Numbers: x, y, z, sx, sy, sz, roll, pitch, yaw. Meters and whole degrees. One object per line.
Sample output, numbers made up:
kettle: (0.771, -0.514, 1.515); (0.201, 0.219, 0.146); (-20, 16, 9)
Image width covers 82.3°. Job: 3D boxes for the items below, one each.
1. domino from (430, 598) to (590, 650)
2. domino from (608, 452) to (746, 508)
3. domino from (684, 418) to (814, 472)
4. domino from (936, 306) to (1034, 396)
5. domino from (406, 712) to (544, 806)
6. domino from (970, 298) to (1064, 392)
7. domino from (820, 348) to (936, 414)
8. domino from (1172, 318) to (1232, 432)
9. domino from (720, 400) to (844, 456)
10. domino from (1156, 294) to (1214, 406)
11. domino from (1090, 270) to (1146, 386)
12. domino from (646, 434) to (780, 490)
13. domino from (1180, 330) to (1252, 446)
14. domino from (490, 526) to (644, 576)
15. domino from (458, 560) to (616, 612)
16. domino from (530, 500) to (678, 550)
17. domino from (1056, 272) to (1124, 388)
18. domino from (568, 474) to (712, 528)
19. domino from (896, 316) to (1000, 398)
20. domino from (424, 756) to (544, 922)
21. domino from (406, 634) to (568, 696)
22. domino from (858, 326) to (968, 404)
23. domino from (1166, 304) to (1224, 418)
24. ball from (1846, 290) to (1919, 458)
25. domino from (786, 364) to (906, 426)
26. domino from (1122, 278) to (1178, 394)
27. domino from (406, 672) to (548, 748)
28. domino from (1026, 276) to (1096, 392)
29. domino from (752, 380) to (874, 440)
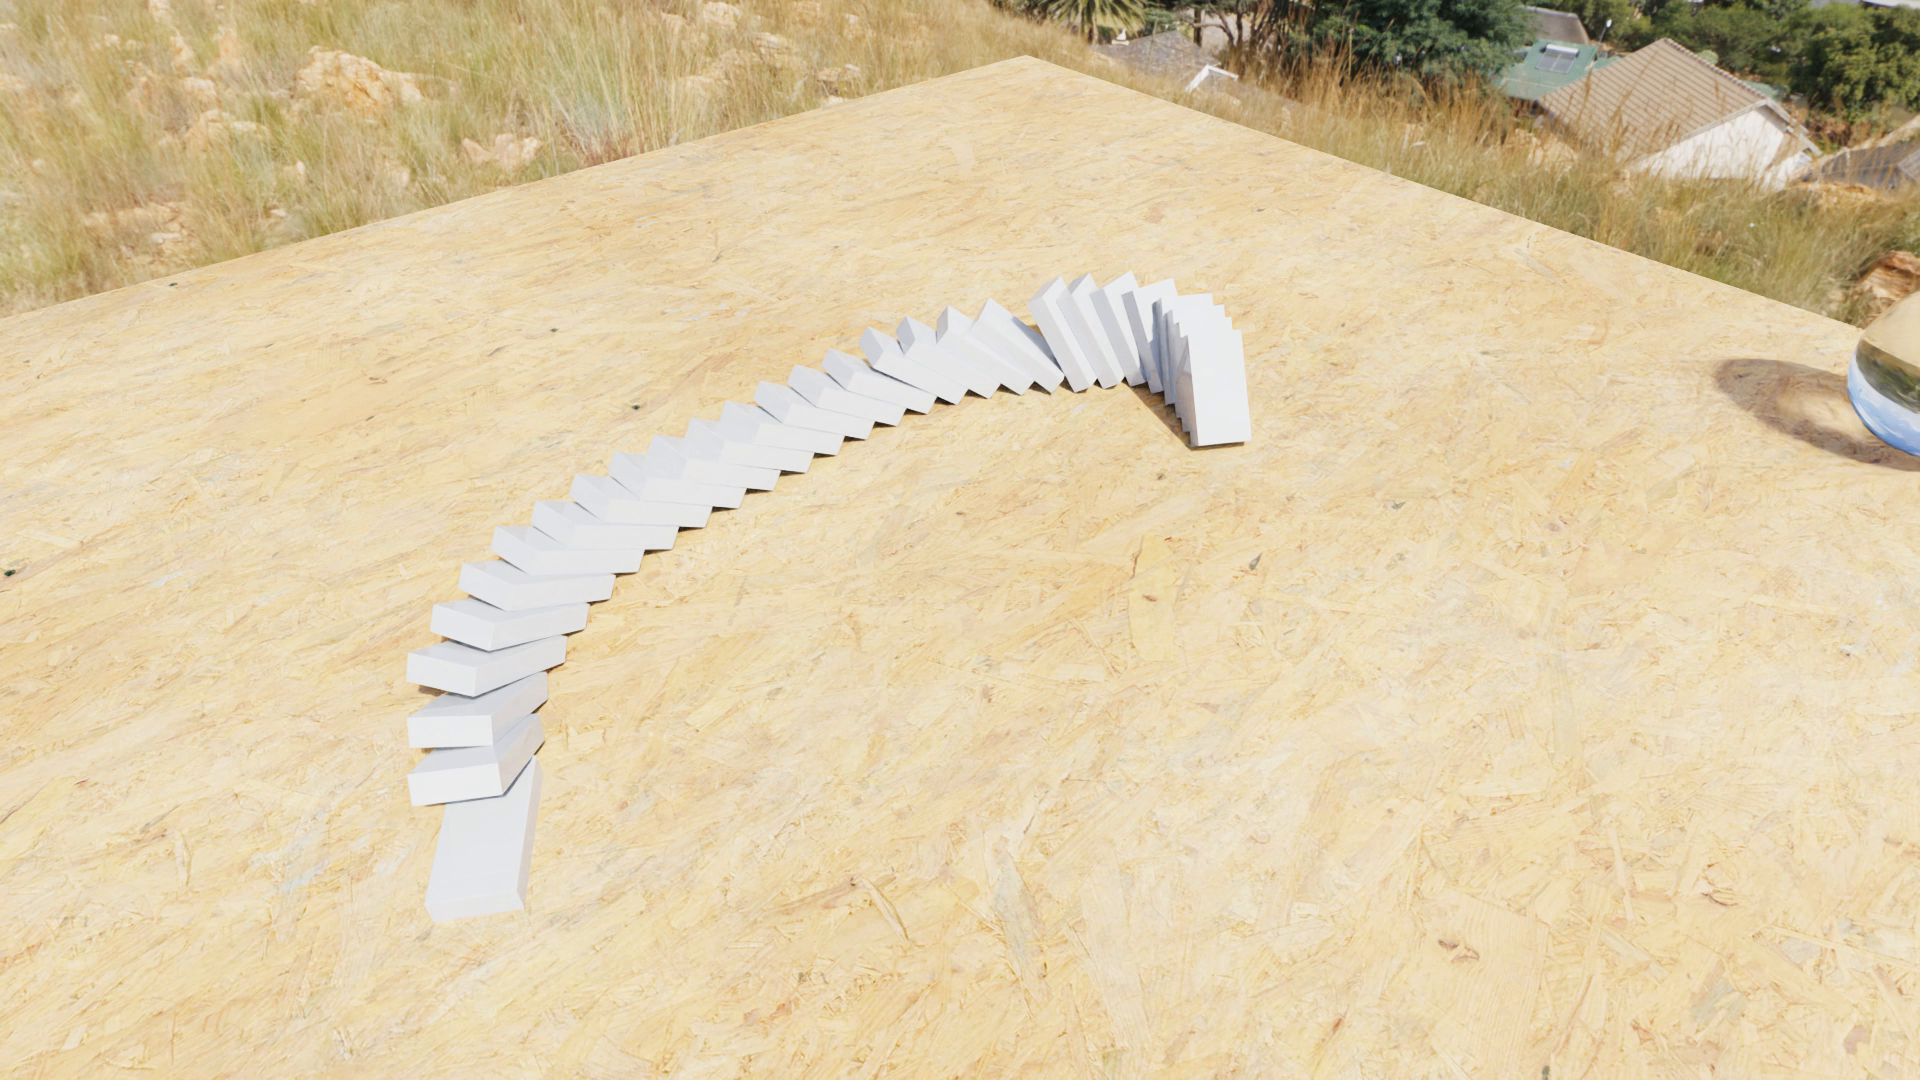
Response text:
domino: (-0.158, 0.027, 0.390); (0.025, 0.009, 0.050); (14, 8, 17)
domino: (-0.116, -0.025, 0.453); (0.025, 0.009, 0.050); (33, 17, 34)
domino: (-0.090, -0.041, 0.473); (0.025, 0.009, 0.050); (33, 18, 34)
domino: (0.012, -0.092, 0.535); (0.050, 0.010, 0.025); (28, 33, -22)
domino: (-0.148, 0.067, 0.341); (0.025, 0.009, 0.050); (-6, 9, -7)
domino: (0.029, -0.096, 0.538); (0.050, 0.009, 0.025); (35, 35, -11)
domino: (-0.038, -0.074, 0.513); (0.050, 0.010, 0.025); (11, 25, -44)
domino: (0.114, -0.076, 0.508); (0.025, 0.050, 0.009); (-6, 2, -8)
domino: (-0.078, -0.049, 0.484); (0.025, 0.009, 0.050); (33, 18, 34)
domino: (0.109, -0.091, 0.526); (0.025, 0.050, 0.010); (-6, 2, -8)
domino: (0.084, -0.104, 0.541); (0.009, 0.050, 0.025); (-9, 22, 49)
domino: (-0.103, -0.032, 0.463); (0.025, 0.010, 0.050); (33, 17, 34)
domino: (0.116, -0.069, 0.499); (0.025, 0.050, 0.010); (-6, 2, -8)
domino: (-0.148, 0.004, 0.419); (0.025, 0.009, 0.050); (25, 13, 28)
domino: (-0.154, 0.015, 0.404); (0.025, 0.010, 0.050); (19, 10, 22)
domino: (-0.138, -0.006, 0.430); (0.025, 0.009, 0.050); (27, 14, 29)
domino: (0.067, -0.102, 0.539); (0.010, 0.050, 0.025); (-15, 27, 38)
domino: (-0.128, -0.016, 0.442); (0.025, 0.009, 0.050); (31, 16, 32)
domino: (-0.006, -0.088, 0.529); (0.050, 0.010, 0.025); (23, 29, -30)
domino: (-0.143, 0.090, 0.334); (0.025, 0.010, 0.050); (-7, 40, -8)
domino: (-0.160, 0.040, 0.375); (0.025, 0.010, 0.050); (10, 9, 12)
domino: (-0.022, -0.083, 0.523); (0.050, 0.010, 0.025); (19, 26, -36)
domino: (0.113, -0.084, 0.517); (0.025, 0.050, 0.009); (-6, 2, -8)
ball: (0.437, -0.074, 0.478); (0.080, 0.080, 0.080); (0, 39, 0)
domino: (-0.052, -0.066, 0.504); (0.050, 0.010, 0.025); (8, 25, -48)
domino: (0.098, -0.099, 0.536); (0.025, 0.050, 0.010); (-22, 8, -25)
domino: (-0.155, 0.054, 0.358); (0.025, 0.009, 0.050); (-1, 8, -2)
domino: (0.053, -0.100, 0.536); (0.010, 0.050, 0.025); (-16, 25, 38)
domino: (-0.065, -0.058, 0.495); (0.050, 0.010, 0.025); (6, 25, -49)
